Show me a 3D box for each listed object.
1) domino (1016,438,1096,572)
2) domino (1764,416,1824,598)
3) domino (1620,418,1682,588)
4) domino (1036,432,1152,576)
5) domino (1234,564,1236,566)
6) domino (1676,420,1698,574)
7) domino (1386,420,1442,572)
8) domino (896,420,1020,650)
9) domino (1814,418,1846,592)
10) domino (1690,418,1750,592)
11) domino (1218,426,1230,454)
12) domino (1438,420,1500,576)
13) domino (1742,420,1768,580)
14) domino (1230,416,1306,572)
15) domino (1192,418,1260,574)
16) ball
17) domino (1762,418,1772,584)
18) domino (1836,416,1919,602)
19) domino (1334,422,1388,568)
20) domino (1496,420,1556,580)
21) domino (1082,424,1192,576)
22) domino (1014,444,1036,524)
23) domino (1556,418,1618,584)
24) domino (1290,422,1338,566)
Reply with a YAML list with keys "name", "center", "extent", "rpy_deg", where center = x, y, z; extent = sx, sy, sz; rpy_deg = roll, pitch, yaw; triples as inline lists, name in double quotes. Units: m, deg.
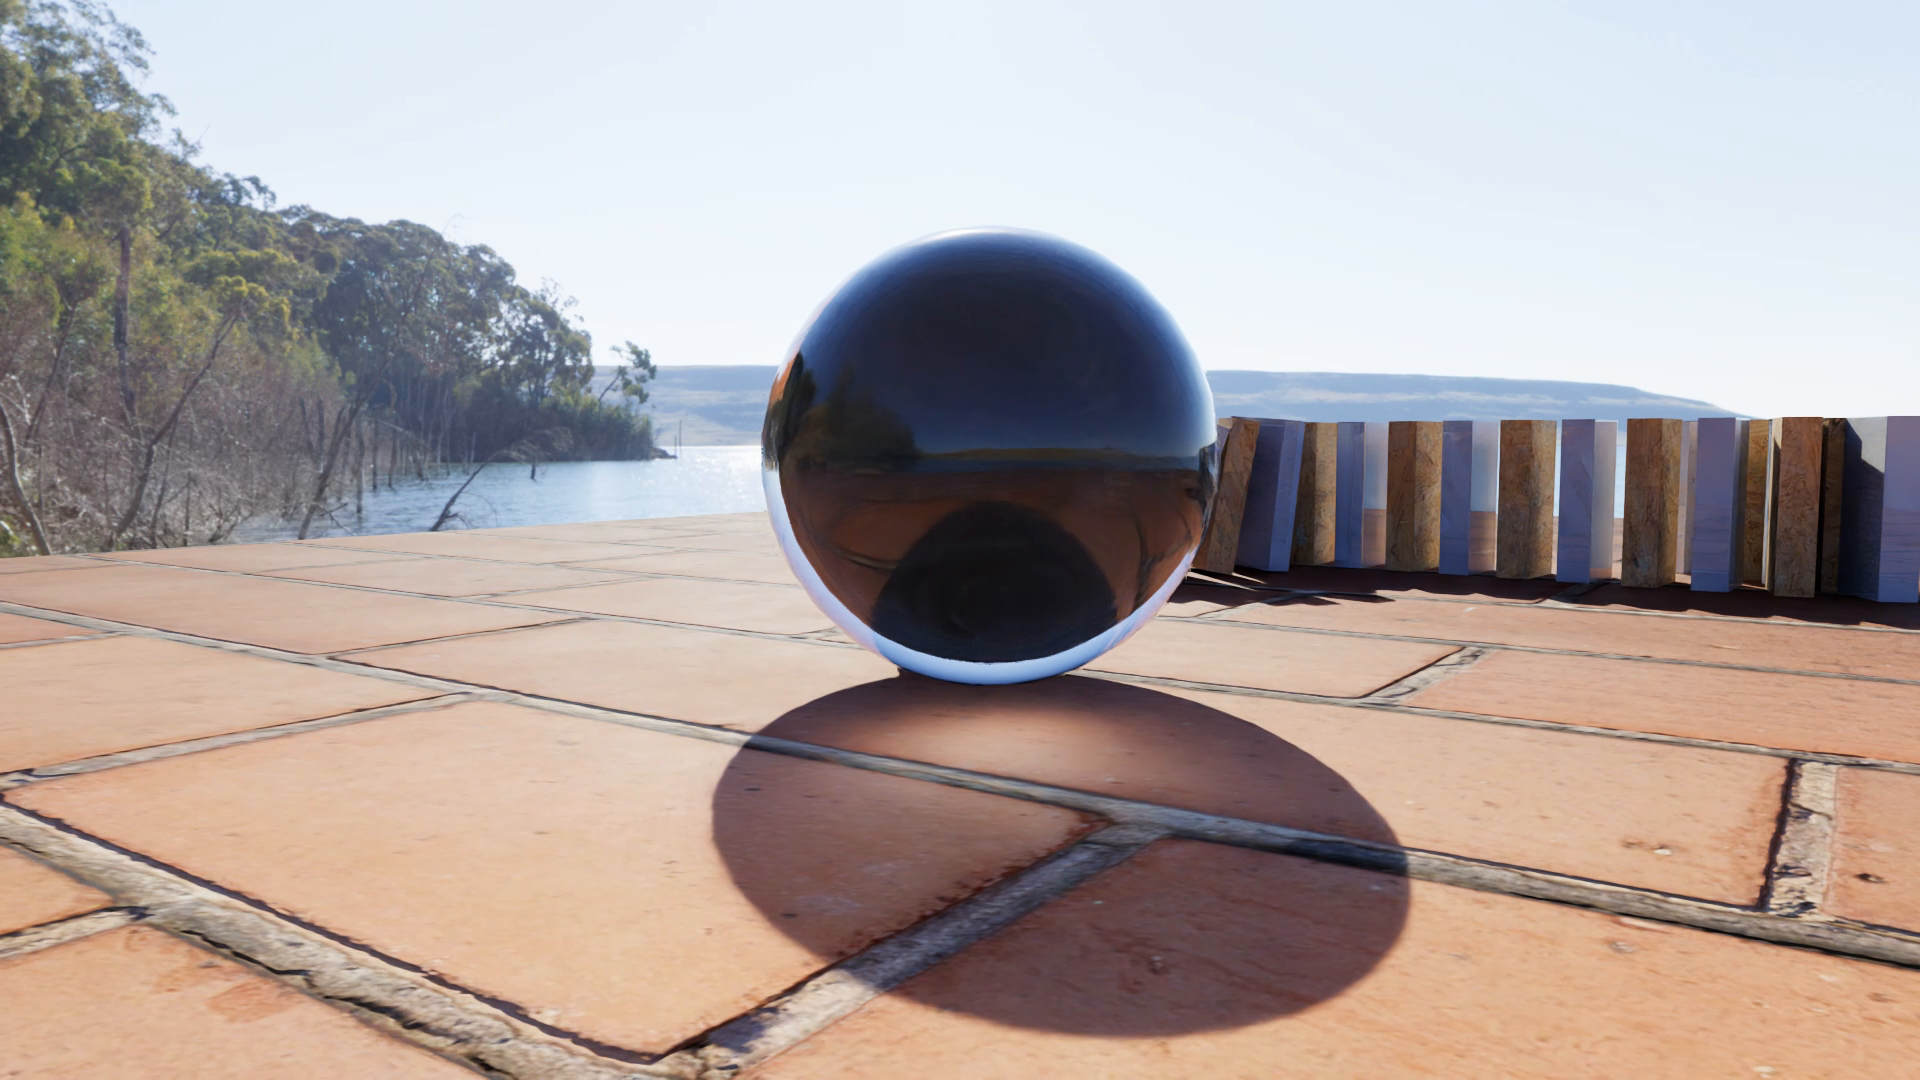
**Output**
- name: "domino"
  center: [0.023, -0.012, 0.428]
  extent: [0.025, 0.050, 0.009]
  rpy_deg: [0, -41, 49]
- name: "domino"
  center: [0.238, -0.010, 0.367]
  extent: [0.009, 0.050, 0.025]
  rpy_deg: [2, 5, 27]
- name: "domino"
  center: [0.210, -0.012, 0.390]
  extent: [0.010, 0.050, 0.025]
  rpy_deg: [4, 6, 40]
- name: "domino"
  center: [0.042, -0.012, 0.423]
  extent: [0.009, 0.050, 0.025]
  rpy_deg: [35, 0, -7]
- name: "domino"
  center: [0.103, -0.016, 0.450]
  extent: [0.025, 0.050, 0.010]
  rpy_deg: [1, 4, 16]
- name: "domino"
  center: [0.248, -0.014, 0.423]
  extent: [0.025, 0.050, 0.009]
  rpy_deg: [-1, 4, -8]
- name: "domino"
  center: [0.155, -0.015, 0.437]
  extent: [0.009, 0.050, 0.025]
  rpy_deg: [4, 6, 40]
- name: "domino"
  center: [-0.001, -0.002, 0.273]
  extent: [0.025, 0.050, 0.009]
  rpy_deg: [0, -27, -1]
- name: "domino"
  center: [0.262, -0.010, 0.372]
  extent: [0.025, 0.050, 0.009]
  rpy_deg: [1, 4, 8]
- name: "domino"
  center: [0.224, -0.011, 0.378]
  extent: [0.010, 0.050, 0.025]
  rpy_deg: [4, 6, 39]
- name: "domino"
  center: [0.072, -0.014, 0.424]
  extent: [0.010, 0.050, 0.025]
  rpy_deg: [19, 1, -10]
- name: "domino"
  center: [0.169, -0.014, 0.425]
  extent: [0.009, 0.050, 0.025]
  rpy_deg: [4, 6, 41]
- name: "domino"
  center: [0.253, -0.013, 0.406]
  extent: [0.025, 0.050, 0.009]
  rpy_deg: [-1, 4, -17]
- name: "domino"
  center: [0.101, -0.016, 0.433]
  extent: [0.010, 0.050, 0.025]
  rpy_deg: [2, 6, -33]
- name: "domino"
  center: [0.086, -0.015, 0.427]
  extent: [0.009, 0.050, 0.025]
  rpy_deg: [9, 2, -11]
- name: "ball"
  center: [0.005, -0.014, 0.226]
  extent: [0.080, 0.080, 0.080]
  rpy_deg: [0, 4, 0]
- name: "domino"
  center: [0.258, -0.012, 0.388]
  extent: [0.025, 0.050, 0.009]
  rpy_deg: [-1, 4, -15]
- name: "domino"
  center: [0.255, -0.009, 0.355]
  extent: [0.009, 0.050, 0.025]
  rpy_deg: [1, 4, 13]
- name: "domino"
  center: [0.141, -0.016, 0.449]
  extent: [0.010, 0.050, 0.025]
  rpy_deg: [3, 5, 38]
- name: "domino"
  center: [0.183, -0.013, 0.413]
  extent: [0.010, 0.050, 0.025]
  rpy_deg: [4, 6, 41]
- name: "domino"
  center: [0.058, -0.014, 0.422]
  extent: [0.010, 0.050, 0.025]
  rpy_deg: [26, 1, -7]
- name: "domino"
  center: [0.006, -0.010, 0.419]
  extent: [0.025, 0.009, 0.050]
  rpy_deg: [-2, 46, 23]
- name: "domino"
  center: [0.196, -0.013, 0.402]
  extent: [0.009, 0.050, 0.025]
  rpy_deg: [4, 6, 41]
- name: "domino"
  center: [0.126, -0.017, 0.460]
  extent: [0.009, 0.050, 0.025]
  rpy_deg: [3, 5, 32]
